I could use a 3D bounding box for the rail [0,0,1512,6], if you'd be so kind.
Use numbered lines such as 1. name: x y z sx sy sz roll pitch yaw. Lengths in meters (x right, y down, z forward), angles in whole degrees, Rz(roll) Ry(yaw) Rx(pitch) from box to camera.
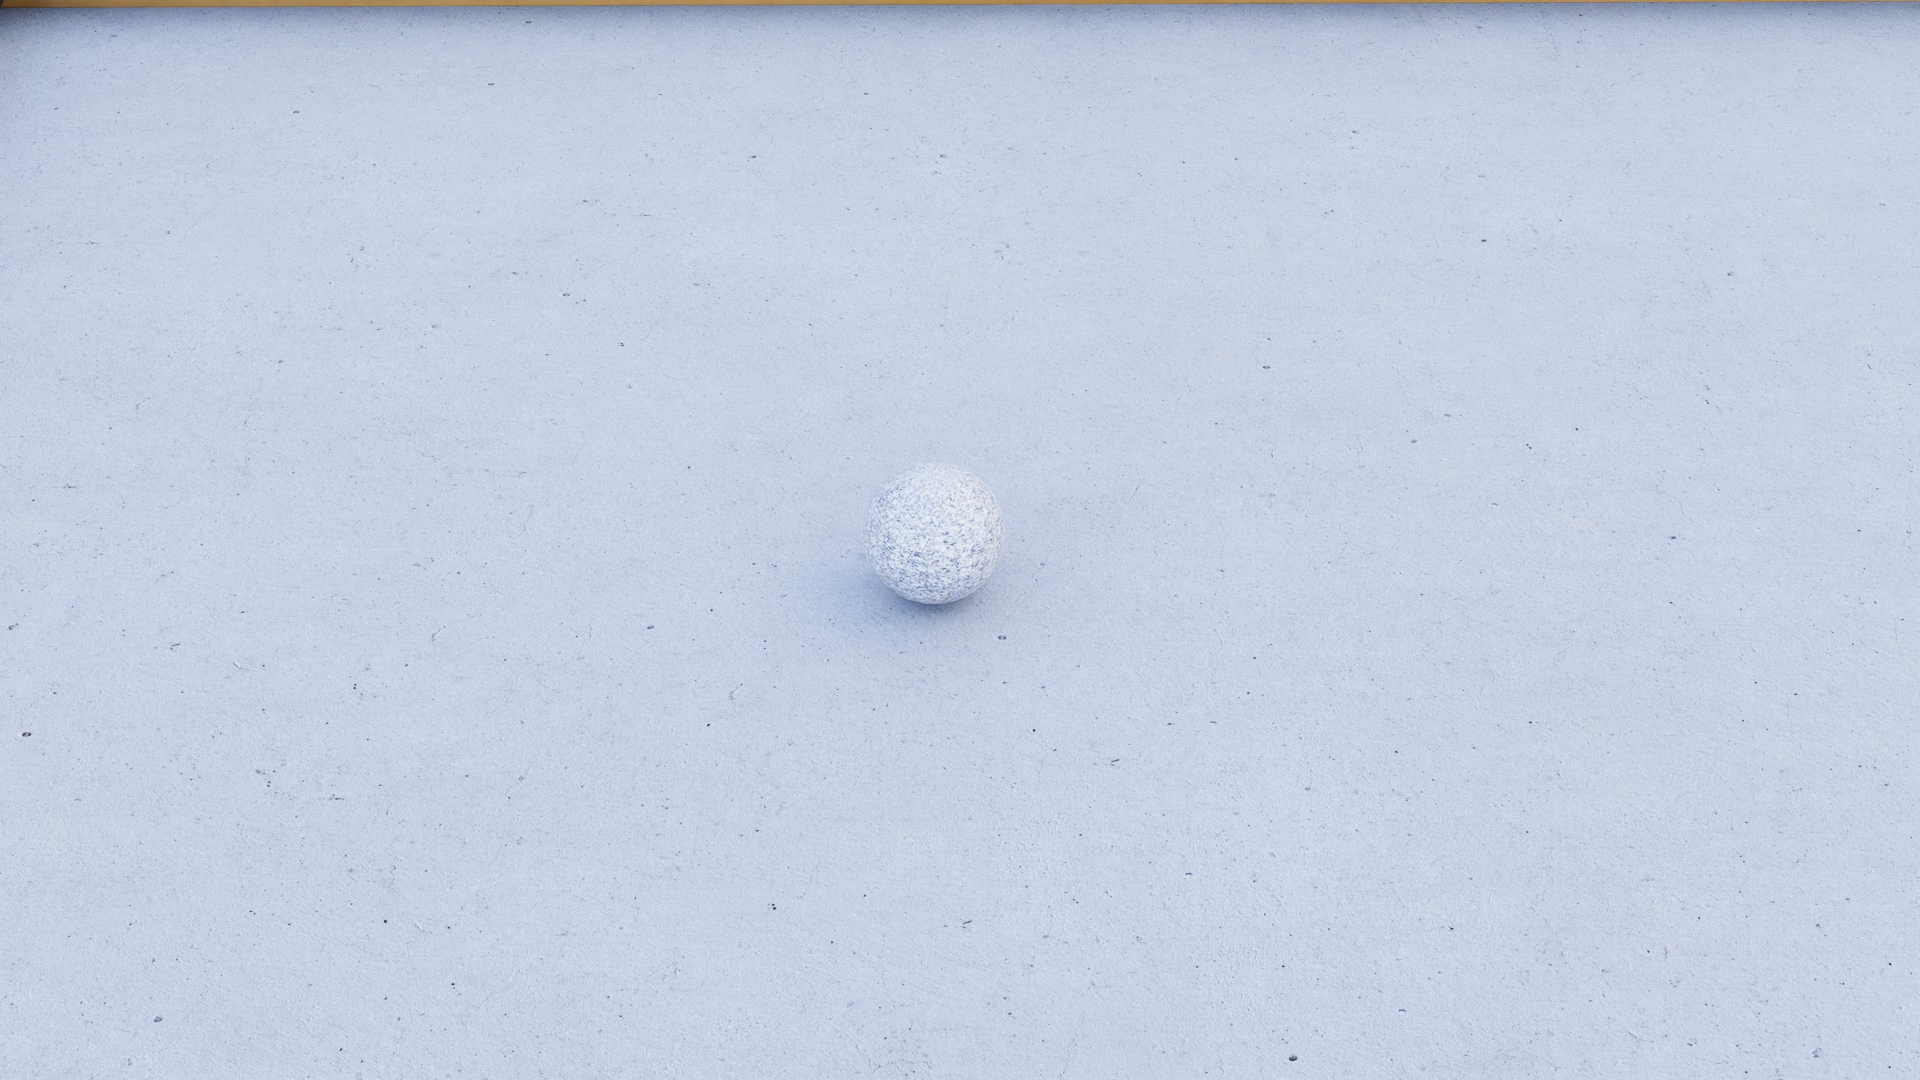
1. rail: 0.884 -0.541 2.350 3.563 0.119 0.045 0 36 0

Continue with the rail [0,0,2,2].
1. rail: -0.867 -0.017 1.632 0.045 0.119 1.799 0 36 0

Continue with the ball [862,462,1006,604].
1. ball: -0.017 -0.005 1.639 0.092 0.092 0.092 0 36 0
